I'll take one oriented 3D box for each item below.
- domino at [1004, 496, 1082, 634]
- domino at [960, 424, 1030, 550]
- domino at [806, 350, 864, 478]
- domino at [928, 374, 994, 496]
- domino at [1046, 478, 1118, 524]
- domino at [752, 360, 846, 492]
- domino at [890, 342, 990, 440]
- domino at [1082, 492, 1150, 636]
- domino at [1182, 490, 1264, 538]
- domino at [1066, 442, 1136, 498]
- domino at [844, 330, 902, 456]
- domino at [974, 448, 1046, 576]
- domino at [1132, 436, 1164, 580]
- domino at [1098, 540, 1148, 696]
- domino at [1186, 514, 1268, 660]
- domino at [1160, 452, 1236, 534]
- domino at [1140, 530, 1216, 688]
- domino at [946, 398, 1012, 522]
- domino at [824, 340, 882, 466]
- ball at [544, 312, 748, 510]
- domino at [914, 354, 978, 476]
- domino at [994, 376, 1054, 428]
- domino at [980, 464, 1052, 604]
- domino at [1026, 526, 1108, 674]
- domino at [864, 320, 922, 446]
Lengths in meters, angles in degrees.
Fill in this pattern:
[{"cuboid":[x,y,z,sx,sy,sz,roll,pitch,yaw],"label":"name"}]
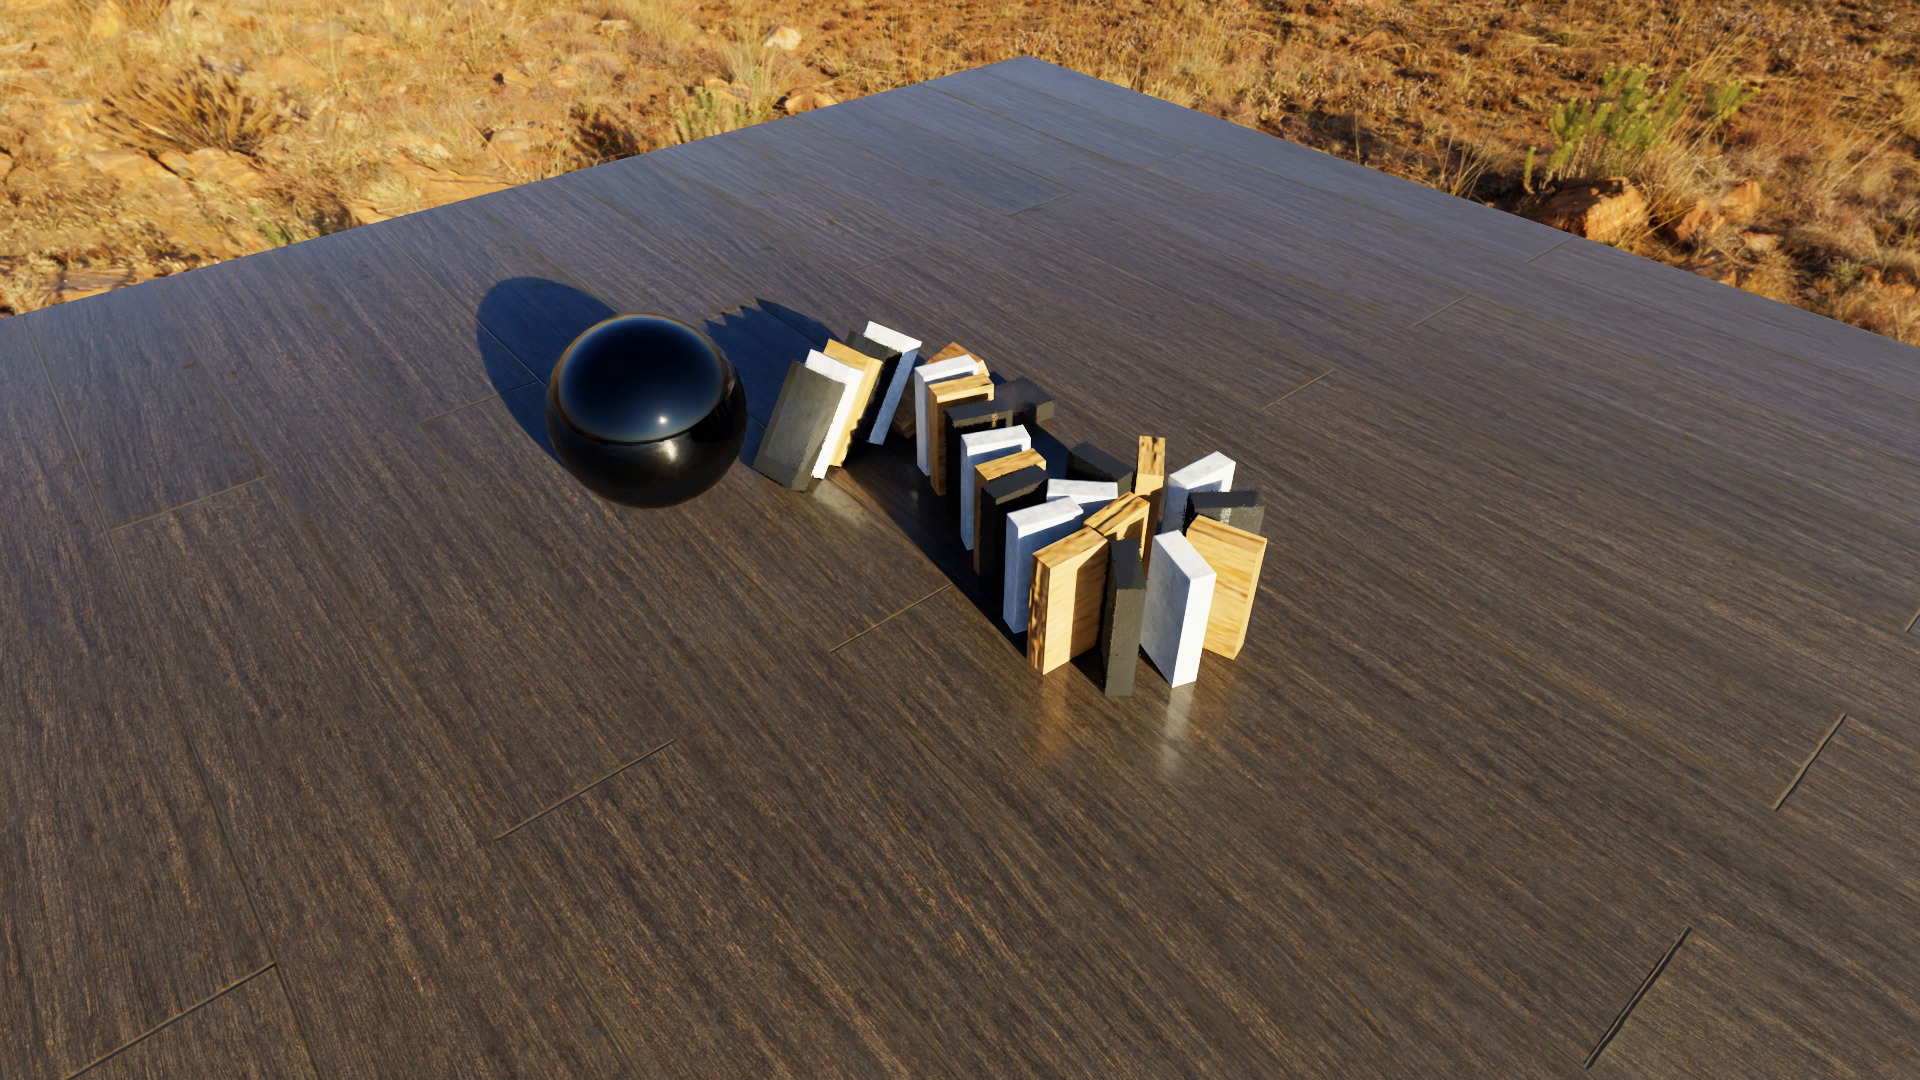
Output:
[{"cuboid":[0.030,0.010,0.400,0.025,0.050,0.009,-16,42,-19],"label":"domino"},{"cuboid":[0.014,-0.020,0.436,0.025,0.050,0.010,-10,40,-12],"label":"domino"},{"cuboid":[-0.063,-0.055,0.482,0.025,0.050,0.009,29,12,30],"label":"domino"},{"cuboid":[0.000,-0.044,0.465,0.025,0.050,0.009,-15,42,-18],"label":"domino"},{"cuboid":[0.044,0.001,0.411,0.025,0.050,0.009,4,39,5],"label":"domino"},{"cuboid":[-0.070,-0.049,0.474,0.025,0.050,0.009,29,12,30],"label":"domino"},{"cuboid":[-0.014,-0.070,0.514,0.050,0.010,0.025,-39,44,-11],"label":"domino"},{"cuboid":[0.055,0.010,0.400,0.025,0.050,0.010,-32,49,-33],"label":"domino"},{"cuboid":[0.094,0.005,0.405,0.025,0.050,0.009,-2,39,-3],"label":"domino"},{"cuboid":[0.052,-0.010,0.424,0.010,0.050,0.025,-30,48,-31],"label":"domino"},{"cuboid":[-0.047,-0.066,0.495,0.025,0.050,0.010,29,12,30],"label":"domino"},{"cuboid":[0.019,-0.009,0.422,0.025,0.050,0.009,-19,43,-21],"label":"domino"},{"cuboid":[0.072,-0.012,0.426,0.010,0.050,0.025,6,40,7],"label":"domino"},{"cuboid":[0.055,0.027,0.378,0.010,0.050,0.025,0,39,0],"label":"domino"},{"cuboid":[0.091,0.017,0.390,0.025,0.050,0.010,22,44,25],"label":"domino"},{"cuboid":[0.089,-0.007,0.420,0.025,0.050,0.009,-26,46,-28],"label":"domino"},{"cuboid":[0.075,0.024,0.382,0.010,0.050,0.025,-14,41,-16],"label":"domino"},{"cuboid":[0.008,-0.032,0.451,0.025,0.050,0.009,-13,41,-15],"label":"domino"},{"cuboid":[-0.055,-0.061,0.489,0.025,0.050,0.009,29,12,30],"label":"domino"},{"cuboid":[-0.128,-0.053,0.452,0.080,0.080,0.080,0,39,0],"label":"ball"},{"cuboid":[-0.006,-0.054,0.477,0.025,0.050,0.009,-18,43,-20],"label":"domino"},{"cuboid":[0.017,-0.060,0.517,0.050,0.009,0.025,-22,44,-24],"label":"domino"},{"cuboid":[0.021,-0.002,0.414,0.025,0.050,0.010,-23,44,-25],"label":"domino"},{"cuboid":[0.037,0.022,0.385,0.025,0.050,0.010,-25,45,-27],"label":"domino"},{"cuboid":[-0.038,-0.071,0.501,0.025,0.050,0.010,27,11,31],"label":"domino"}]
